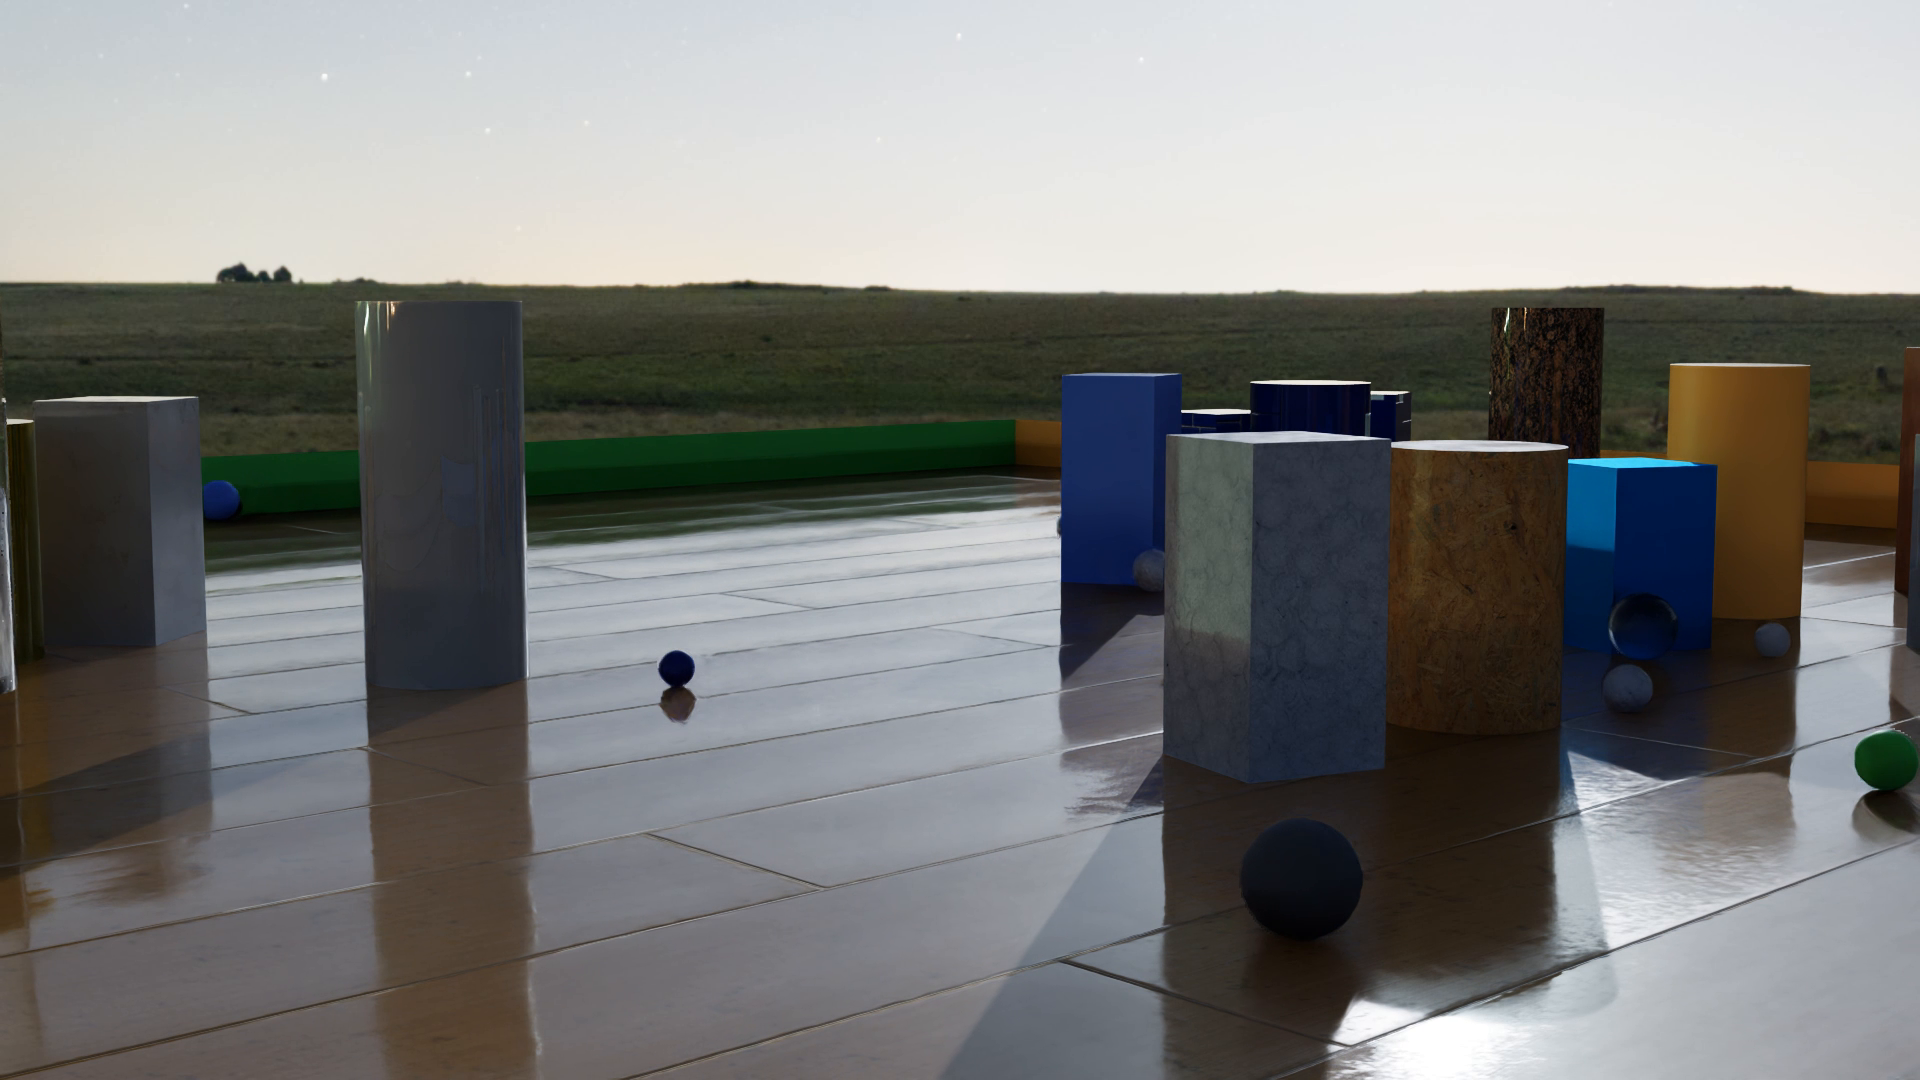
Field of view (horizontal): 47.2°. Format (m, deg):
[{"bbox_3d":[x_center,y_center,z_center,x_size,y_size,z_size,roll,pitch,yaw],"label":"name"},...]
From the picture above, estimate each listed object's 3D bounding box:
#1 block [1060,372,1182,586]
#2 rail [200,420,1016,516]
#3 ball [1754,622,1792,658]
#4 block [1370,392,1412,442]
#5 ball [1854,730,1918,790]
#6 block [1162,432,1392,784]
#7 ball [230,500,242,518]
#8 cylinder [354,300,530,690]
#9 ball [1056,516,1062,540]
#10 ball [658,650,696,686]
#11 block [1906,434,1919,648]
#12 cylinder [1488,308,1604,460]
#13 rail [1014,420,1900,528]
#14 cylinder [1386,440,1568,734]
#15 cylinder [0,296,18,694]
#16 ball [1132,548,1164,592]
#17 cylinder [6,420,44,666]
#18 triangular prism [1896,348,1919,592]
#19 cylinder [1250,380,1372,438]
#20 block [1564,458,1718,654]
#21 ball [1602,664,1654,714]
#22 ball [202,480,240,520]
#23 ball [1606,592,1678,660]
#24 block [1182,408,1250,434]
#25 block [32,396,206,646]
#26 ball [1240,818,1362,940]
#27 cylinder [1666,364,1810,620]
[{"bbox_3d":[0.268,-0.104,3.639,0.157,0.339,0.157,2,6,22],"label":"block"},{"bbox_3d":[-1.437,-0.129,4.881,4.392,0.127,0.045,-5,8,-42],"label":"rail"},{"bbox_3d":[1.045,0.128,2.827,0.045,0.045,0.045,0,6,0],"label":"ball"},{"bbox_3d":[0.848,-0.172,4.600,0.157,0.273,0.157,3,6,23],"label":"block"},{"bbox_3d":[0.861,0.205,2.044,0.056,0.056,0.056,0,6,0],"label":"ball"},{"bbox_3d":[0.309,0.059,2.162,0.157,0.321,0.157,-3,7,-26],"label":"block"},{"bbox_3d":[-1.568,-0.072,4.731,0.048,0.048,0.048,0,6,0],"label":"ball"},{"bbox_3d":[-0.625,-0.060,2.661,0.196,0.455,0.196,0,6,0],"label":"cylinder"},{"bbox_3d":[0.216,-0.022,4.157,0.068,0.068,0.068,0,6,0],"label":"ball"},{"bbox_3d":[-0.336,0.152,2.608,0.043,0.043,0.043,0,6,0],"label":"ball"},{"bbox_3d":[1.352,0.007,2.851,0.157,0.282,0.157,-1,6,-12],"label":"block"},{"bbox_3d":[1.050,-0.192,3.953,0.196,0.448,0.196,0,6,0],"label":"cylinder"},{"bbox_3d":[1.597,-0.120,4.797,0.045,0.127,4.287,-5,8,-42],"label":"rail"},{"bbox_3d":[0.557,0.046,2.396,0.196,0.298,0.196,0,6,0],"label":"cylinder"},{"bbox_3d":[-1.210,-0.060,2.552,0.196,0.476,0.196,0,6,0],"label":"cylinder"},{"bbox_3d":[0.307,0.048,3.488,0.068,0.068,0.068,0,6,0],"label":"ball"},{"bbox_3d":[-1.273,0.003,2.788,0.196,0.303,0.196,0,6,0],"label":"cylinder"},{"bbox_3d":[1.542,-0.107,3.441,0.170,0.386,0.147,-5,8,-38],"label":"triangular prism"},{"bbox_3d":[0.575,-0.096,3.625,0.196,0.326,0.196,0,6,0],"label":"cylinder"},{"bbox_3d":[0.891,0.018,2.937,0.157,0.243,0.157,-2,6,-20],"label":"block"},{"bbox_3d":[0.740,0.165,2.437,0.054,0.054,0.054,0,6,0],"label":"ball"},{"bbox_3d":[-1.573,-0.085,4.665,0.086,0.086,0.086,0,6,0],"label":"ball"},{"bbox_3d":[0.869,0.110,2.800,0.087,0.087,0.087,0,6,0],"label":"ball"},{"bbox_3d":[0.488,-0.112,4.108,0.157,0.256,0.157,-4,7,-33],"label":"block"},{"bbox_3d":[-1.139,-0.029,2.989,0.157,0.325,0.157,1,6,5],"label":"block"},{"bbox_3d":[0.242,0.240,1.561,0.085,0.085,0.085,0,6,0],"label":"ball"},{"bbox_3d":[1.148,-0.077,3.257,0.196,0.364,0.196,0,6,0],"label":"cylinder"}]
